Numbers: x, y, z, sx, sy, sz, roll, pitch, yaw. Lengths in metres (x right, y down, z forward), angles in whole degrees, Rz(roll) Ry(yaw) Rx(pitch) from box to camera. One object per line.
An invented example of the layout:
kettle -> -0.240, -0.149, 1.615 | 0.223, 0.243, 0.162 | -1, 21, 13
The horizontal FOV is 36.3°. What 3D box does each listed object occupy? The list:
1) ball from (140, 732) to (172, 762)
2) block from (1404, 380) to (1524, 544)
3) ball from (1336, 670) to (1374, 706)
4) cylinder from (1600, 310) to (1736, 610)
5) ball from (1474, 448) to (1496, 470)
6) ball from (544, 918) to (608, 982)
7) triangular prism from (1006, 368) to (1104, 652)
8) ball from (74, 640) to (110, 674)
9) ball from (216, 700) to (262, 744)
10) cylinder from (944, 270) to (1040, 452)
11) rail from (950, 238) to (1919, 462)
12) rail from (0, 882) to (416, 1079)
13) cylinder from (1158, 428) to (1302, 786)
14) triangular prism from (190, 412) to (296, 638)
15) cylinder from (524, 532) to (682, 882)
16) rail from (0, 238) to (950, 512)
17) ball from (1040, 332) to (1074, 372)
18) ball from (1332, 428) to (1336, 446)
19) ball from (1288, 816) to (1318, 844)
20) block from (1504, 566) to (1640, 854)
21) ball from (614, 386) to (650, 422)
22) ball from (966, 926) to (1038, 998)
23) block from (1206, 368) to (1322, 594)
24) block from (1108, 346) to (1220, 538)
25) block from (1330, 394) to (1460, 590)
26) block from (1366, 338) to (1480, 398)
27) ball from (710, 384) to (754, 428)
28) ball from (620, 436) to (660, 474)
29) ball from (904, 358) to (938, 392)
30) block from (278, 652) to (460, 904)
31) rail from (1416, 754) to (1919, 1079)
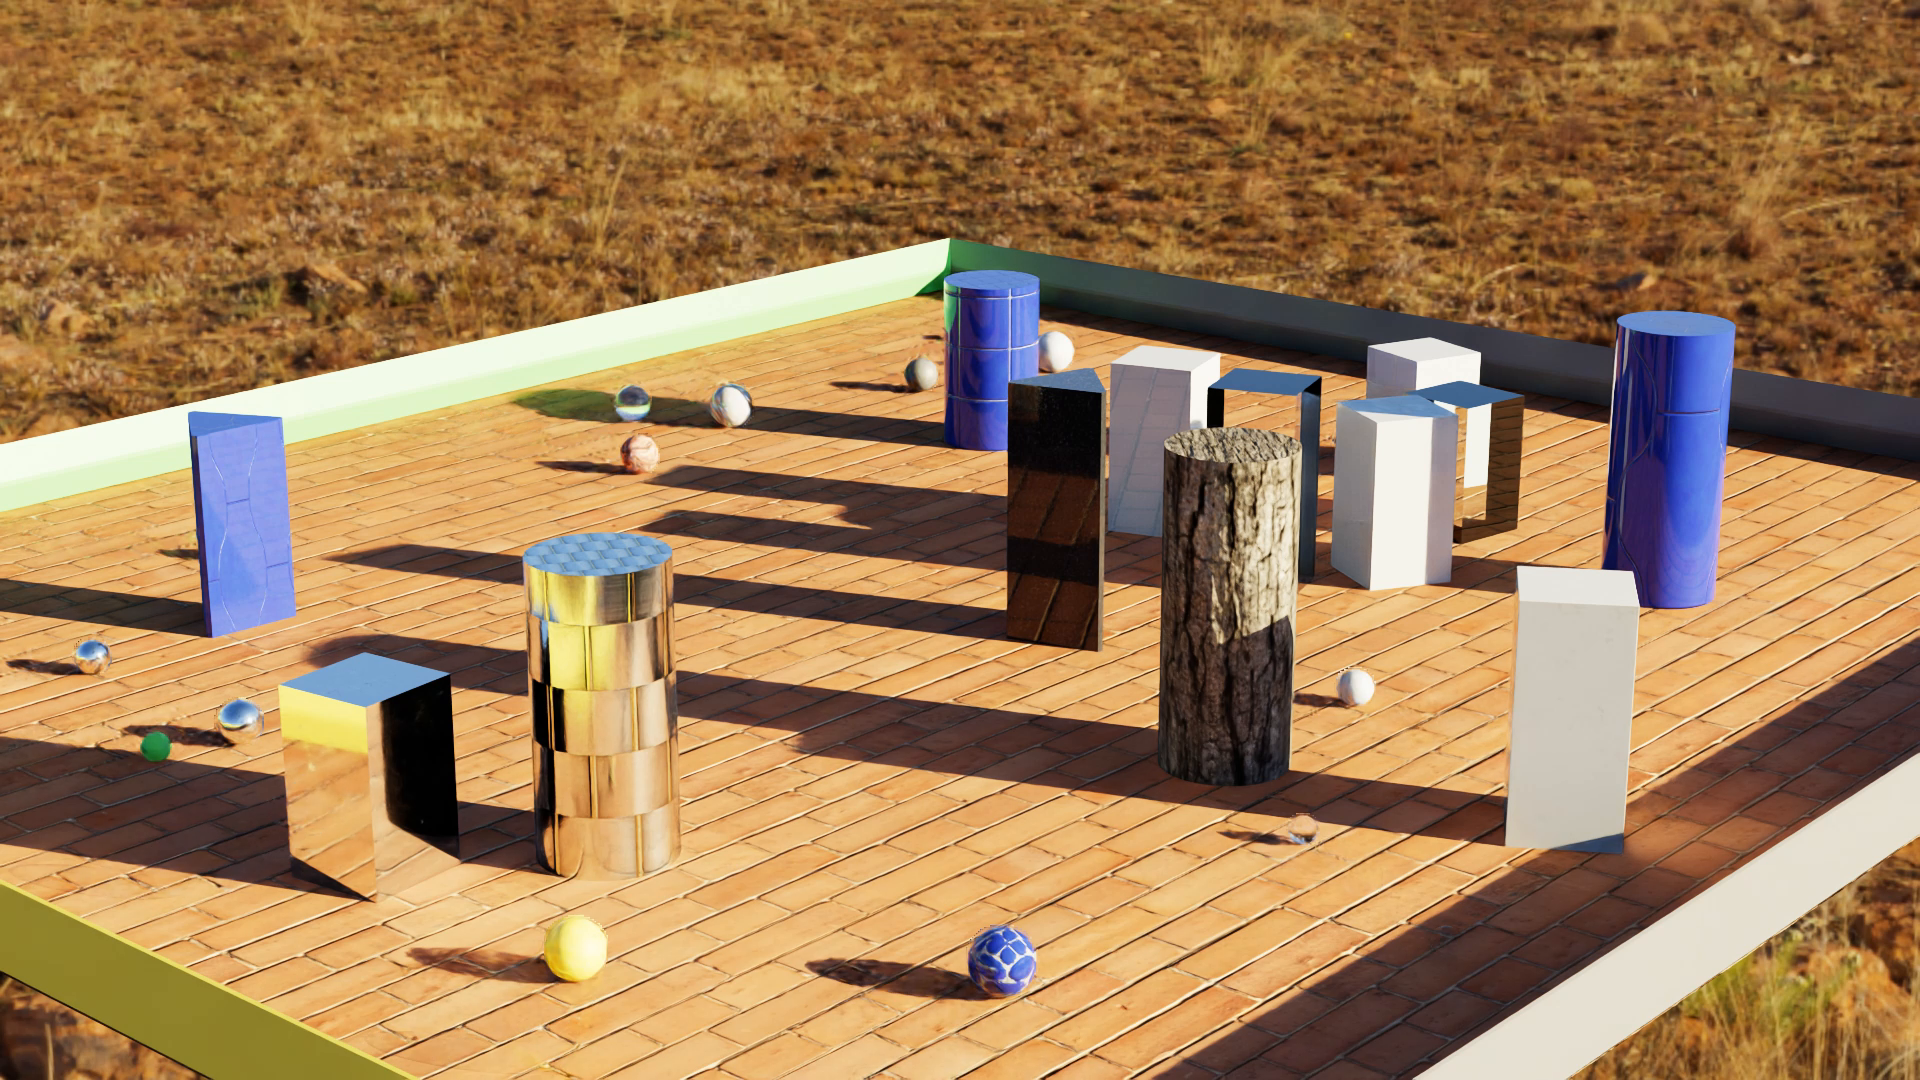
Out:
ball -> -1.194, 0.307, 4.356 | 0.044, 0.044, 0.044 | 0, 17, 0
block -> 0.938, -0.148, 5.495 | 0.158, 0.258, 0.158 | -13, 21, -37
ball -> 0.619, 0.231, 4.586 | 0.058, 0.058, 0.058 | 0, 17, 0
cylinder -> 1.224, -0.140, 5.081 | 0.198, 0.482, 0.198 | 0, 17, 0
ball -> 1.056, -0.163, 5.906 | 0.048, 0.048, 0.048 | 0, 17, 0
ball -> -0.476, 0.507, 3.633 | 0.078, 0.078, 0.078 | 0, 17, 0
triangular prism -> 0.186, -0.056, 4.877 | 0.172, 0.440, 0.149 | 8, 18, 24
ball -> -1.400, 0.189, 4.729 | 0.056, 0.056, 0.056 | 0, 17, 0
ball -> -1.086, 0.275, 4.423 | 0.068, 0.068, 0.068 | 0, 17, 0
cylinder -> 0.066, -0.374, 6.105 | 0.198, 0.341, 0.198 | 0, 17, 0
rail -> 1.264, -0.388, 6.513 | 3.463, 0.129, 0.045 | 14, 22, 39
rail -> -1.264, 0.452, 3.726 | 3.463, 0.129, 0.045 | 14, 22, 39
cylinder -> 0.393, 0.096, 4.289 | 0.198, 0.488, 0.198 | 0, 17, 0
triangular prism -> -1.250, -0.036, 4.966 | 0.149, 0.350, 0.172 | 16, 23, 42
cylinder -> -0.482, 0.224, 3.966 | 0.198, 0.429, 0.198 | 0, 17, 0
rail -> -1.289, -0.291, 6.192 | 0.045, 0.129, 3.903 | 14, 22, 39
ball -> 0.213, -0.431, 6.722 | 0.095, 0.095, 0.095 | 0, 17, 0
ball -> 0.796, -0.212, 6.062 | 0.055, 0.055, 0.055 | 0, 17, 0
ball -> 0.474, 0.401, 4.053 | 0.041, 0.041, 0.041 | 0, 17, 0
block -> 0.843, 0.233, 4.059 | 0.158, 0.357, 0.158 | 3, 17, 9
ball -> -0.702, -0.293, 6.291 | 0.078, 0.078, 0.078 | 0, 17, 0
ball -> 0.051, 0.517, 3.589 | 0.086, 0.086, 0.086 | 0, 17, 0
block -> 0.530, -0.099, 5.142 | 0.158, 0.368, 0.158 | 7, 18, 22
block -> 0.383, -0.184, 5.504 | 0.158, 0.323, 0.158 | 7, 18, 23
block -> 0.771, -0.086, 5.209 | 0.158, 0.305, 0.158 | -6, 18, -18
block -> 0.927, -0.262, 5.894 | 0.158, 0.248, 0.158 | -9, 19, -28
ball -> -0.486, -0.287, 6.245 | 0.092, 0.092, 0.092 | 0, 17, 0
ball -> -0.644, -0.172, 5.892 | 0.077, 0.077, 0.077 | 0, 17, 0
ball -> -0.087, -0.369, 6.549 | 0.075, 0.075, 0.075 | 0, 17, 0
block -> -0.790, 0.316, 3.930 | 0.158, 0.274, 0.158 | 11, 20, 32
rail -> 1.289, 0.355, 4.048 | 0.045, 0.129, 3.903 | 14, 22, 39
